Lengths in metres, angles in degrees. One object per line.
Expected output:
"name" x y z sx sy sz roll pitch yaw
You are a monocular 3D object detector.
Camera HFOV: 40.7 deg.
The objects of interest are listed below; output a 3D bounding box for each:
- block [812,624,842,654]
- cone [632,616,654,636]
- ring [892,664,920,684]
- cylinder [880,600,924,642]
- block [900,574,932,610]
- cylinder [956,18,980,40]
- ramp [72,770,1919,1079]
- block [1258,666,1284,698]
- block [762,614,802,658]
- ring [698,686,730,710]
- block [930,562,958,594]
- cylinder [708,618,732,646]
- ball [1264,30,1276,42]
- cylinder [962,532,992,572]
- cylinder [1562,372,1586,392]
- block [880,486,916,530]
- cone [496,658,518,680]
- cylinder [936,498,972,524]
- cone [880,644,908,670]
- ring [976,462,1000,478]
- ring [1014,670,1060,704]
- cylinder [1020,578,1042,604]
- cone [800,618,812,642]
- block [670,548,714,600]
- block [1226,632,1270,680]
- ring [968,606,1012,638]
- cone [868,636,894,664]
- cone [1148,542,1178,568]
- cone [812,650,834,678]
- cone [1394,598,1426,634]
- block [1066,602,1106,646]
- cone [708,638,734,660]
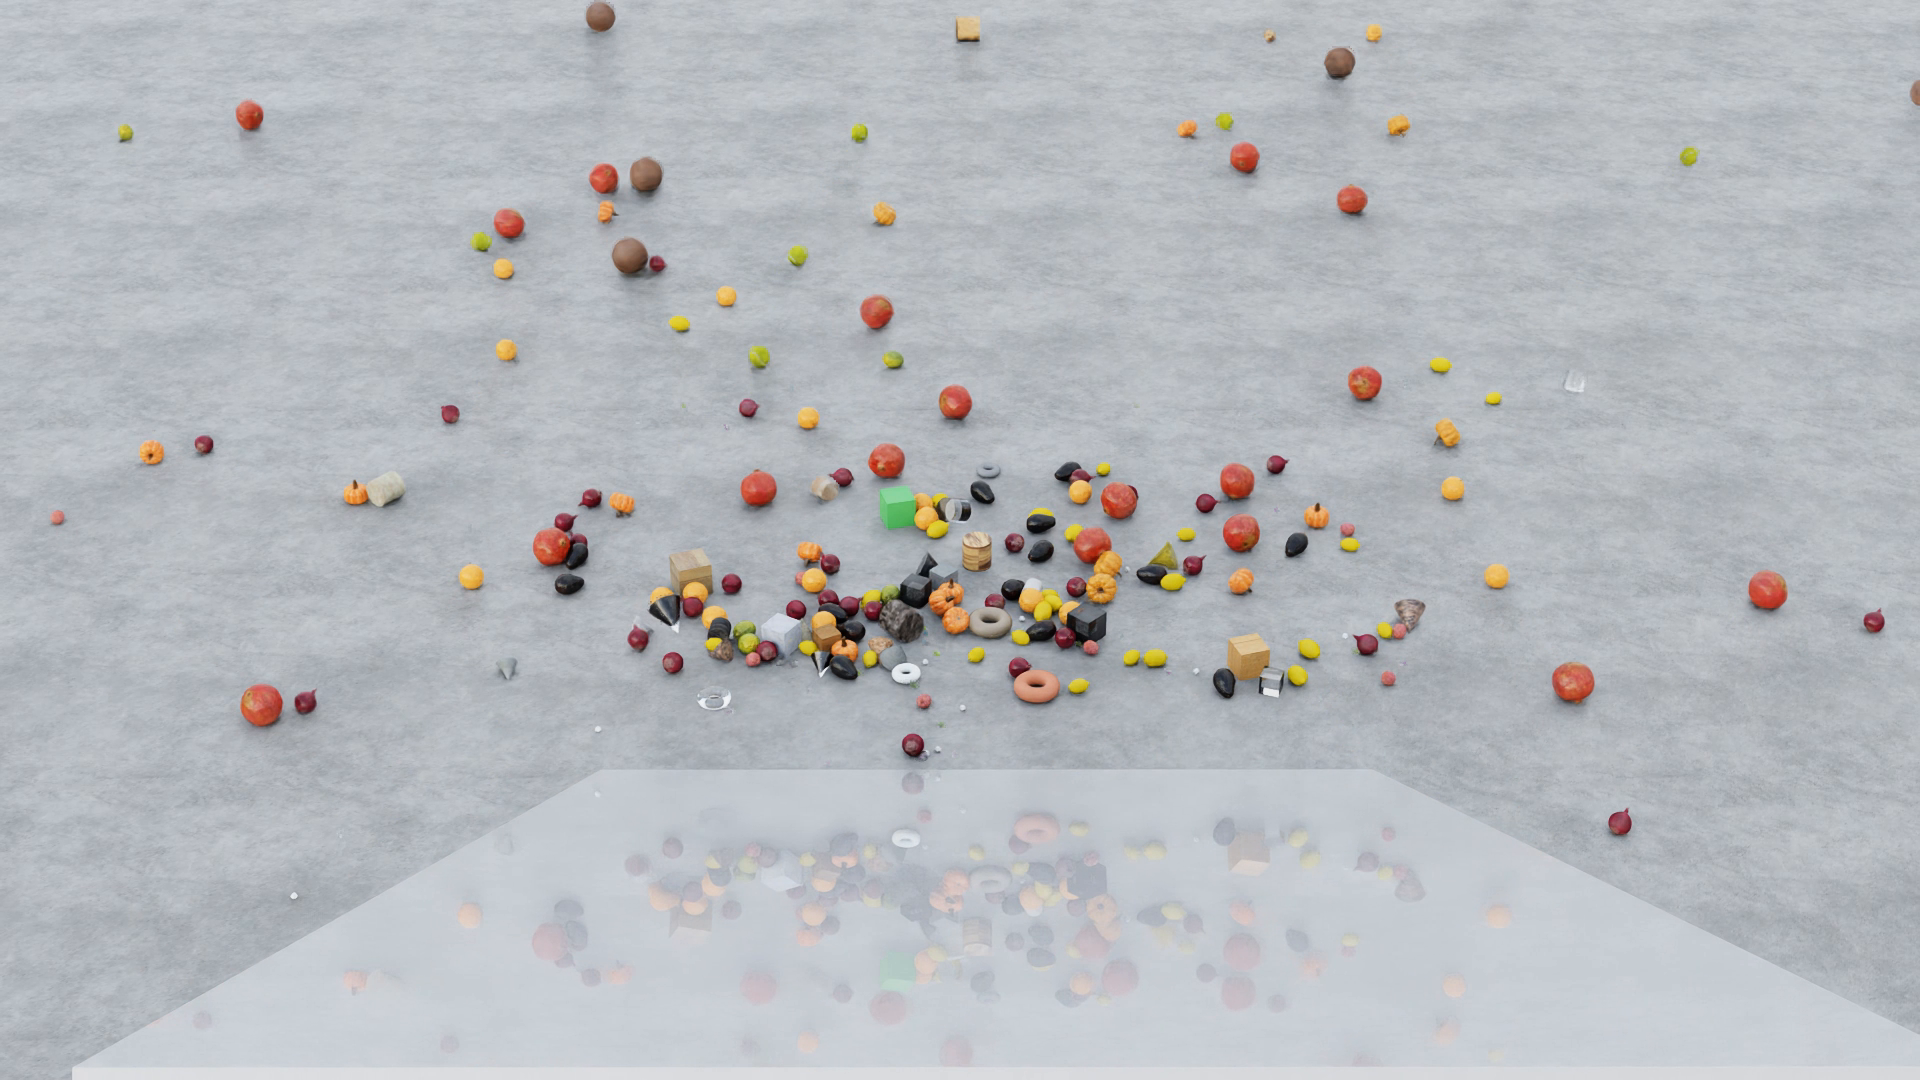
"block" -0.376 0.283 7.317 0.061 0.061 0.061 -17 35 -25
"cone" -0.899 0.253 7.398 0.059 0.059 0.059 16 24 -27
"ring" -0.150 0.371 7.207 0.081 0.027 0.081 -1 33 1
"cylinder" -0.165 0.230 7.372 0.092 0.092 0.092 -22 38 -31
"block" -0.128 0.149 7.528 0.067 0.067 0.067 17 35 25
"cylinder" 0.034 -2.242 11.365 0.098 0.098 0.098 -1 32 -1
"ramp" 0.071 0.623 4.709 2.000 0.100 4.000 0 -1 0
"block" 0.860 0.390 7.148 0.056 0.056 0.056 11 33 17
"block" -0.504 0.269 7.321 0.080 0.080 0.080 19 36 27
"ring" -0.674 0.432 7.105 0.092 0.031 0.092 0 33 0
"block" -0.048 0.113 7.592 0.060 0.060 0.060 26 40 35
"cylinder" -0.683 0.261 7.353 0.060 0.060 0.060 2 32 4
"ball" 1.358 -2.211 11.361 0.051 0.051 0.051 0 32 0
"cylinder" 0.051 0.035 7.693 0.087 0.087 0.087 0 32 0
"cylinder" 2.046 -0.527 8.628 0.060 0.060 0.060 19 36 27
"block" -0.191 -0.100 7.909 0.089 0.089 0.089 -9 33 -14
"cone" -1.259 0.366 7.215 0.059 0.059 0.059 -6 59 -10
"cylinder" -0.019 -0.090 7.881 0.077 0.077 0.077 29 16 38
"cone" -0.175 0.311 7.227 0.079 0.079 0.079 9 54 -12
"ring" 0.089 -0.221 8.166 0.077 0.026 0.077 1 31 0
"ring" 0.212 0.403 7.141 0.128 0.043 0.128 -1 32 1
"cylinder" 0.209 0.147 7.544 0.053 0.053 0.053 9 33 14
"cone" -0.449 0.248 7.371 0.064 0.064 0.064 0 32 0
"block" -0.786 0.099 7.578 0.099 0.099 0.099 -12 34 -18
"block" 0.804 0.326 7.222 0.087 0.087 0.087 -10 33 -16
"ring" 0.085 0.236 7.410 0.130 0.043 0.130 1 32 -1
"cone" -0.223 0.321 7.281 0.072 0.072 0.072 0 58 -1
"cone" 0.594 0.058 7.703 0.083 0.083 0.083 -21 27 17
"cone" -0.386 0.355 7.229 0.067 0.067 0.067 2 58 3
"cone" 1.288 0.231 7.420 0.091 0.091 0.091 4 59 6
"block" 0.360 0.240 7.368 0.080 0.080 0.080 26 40 35
"cone" -0.682 0.317 7.292 0.065 0.065 0.065 -17 25 24
